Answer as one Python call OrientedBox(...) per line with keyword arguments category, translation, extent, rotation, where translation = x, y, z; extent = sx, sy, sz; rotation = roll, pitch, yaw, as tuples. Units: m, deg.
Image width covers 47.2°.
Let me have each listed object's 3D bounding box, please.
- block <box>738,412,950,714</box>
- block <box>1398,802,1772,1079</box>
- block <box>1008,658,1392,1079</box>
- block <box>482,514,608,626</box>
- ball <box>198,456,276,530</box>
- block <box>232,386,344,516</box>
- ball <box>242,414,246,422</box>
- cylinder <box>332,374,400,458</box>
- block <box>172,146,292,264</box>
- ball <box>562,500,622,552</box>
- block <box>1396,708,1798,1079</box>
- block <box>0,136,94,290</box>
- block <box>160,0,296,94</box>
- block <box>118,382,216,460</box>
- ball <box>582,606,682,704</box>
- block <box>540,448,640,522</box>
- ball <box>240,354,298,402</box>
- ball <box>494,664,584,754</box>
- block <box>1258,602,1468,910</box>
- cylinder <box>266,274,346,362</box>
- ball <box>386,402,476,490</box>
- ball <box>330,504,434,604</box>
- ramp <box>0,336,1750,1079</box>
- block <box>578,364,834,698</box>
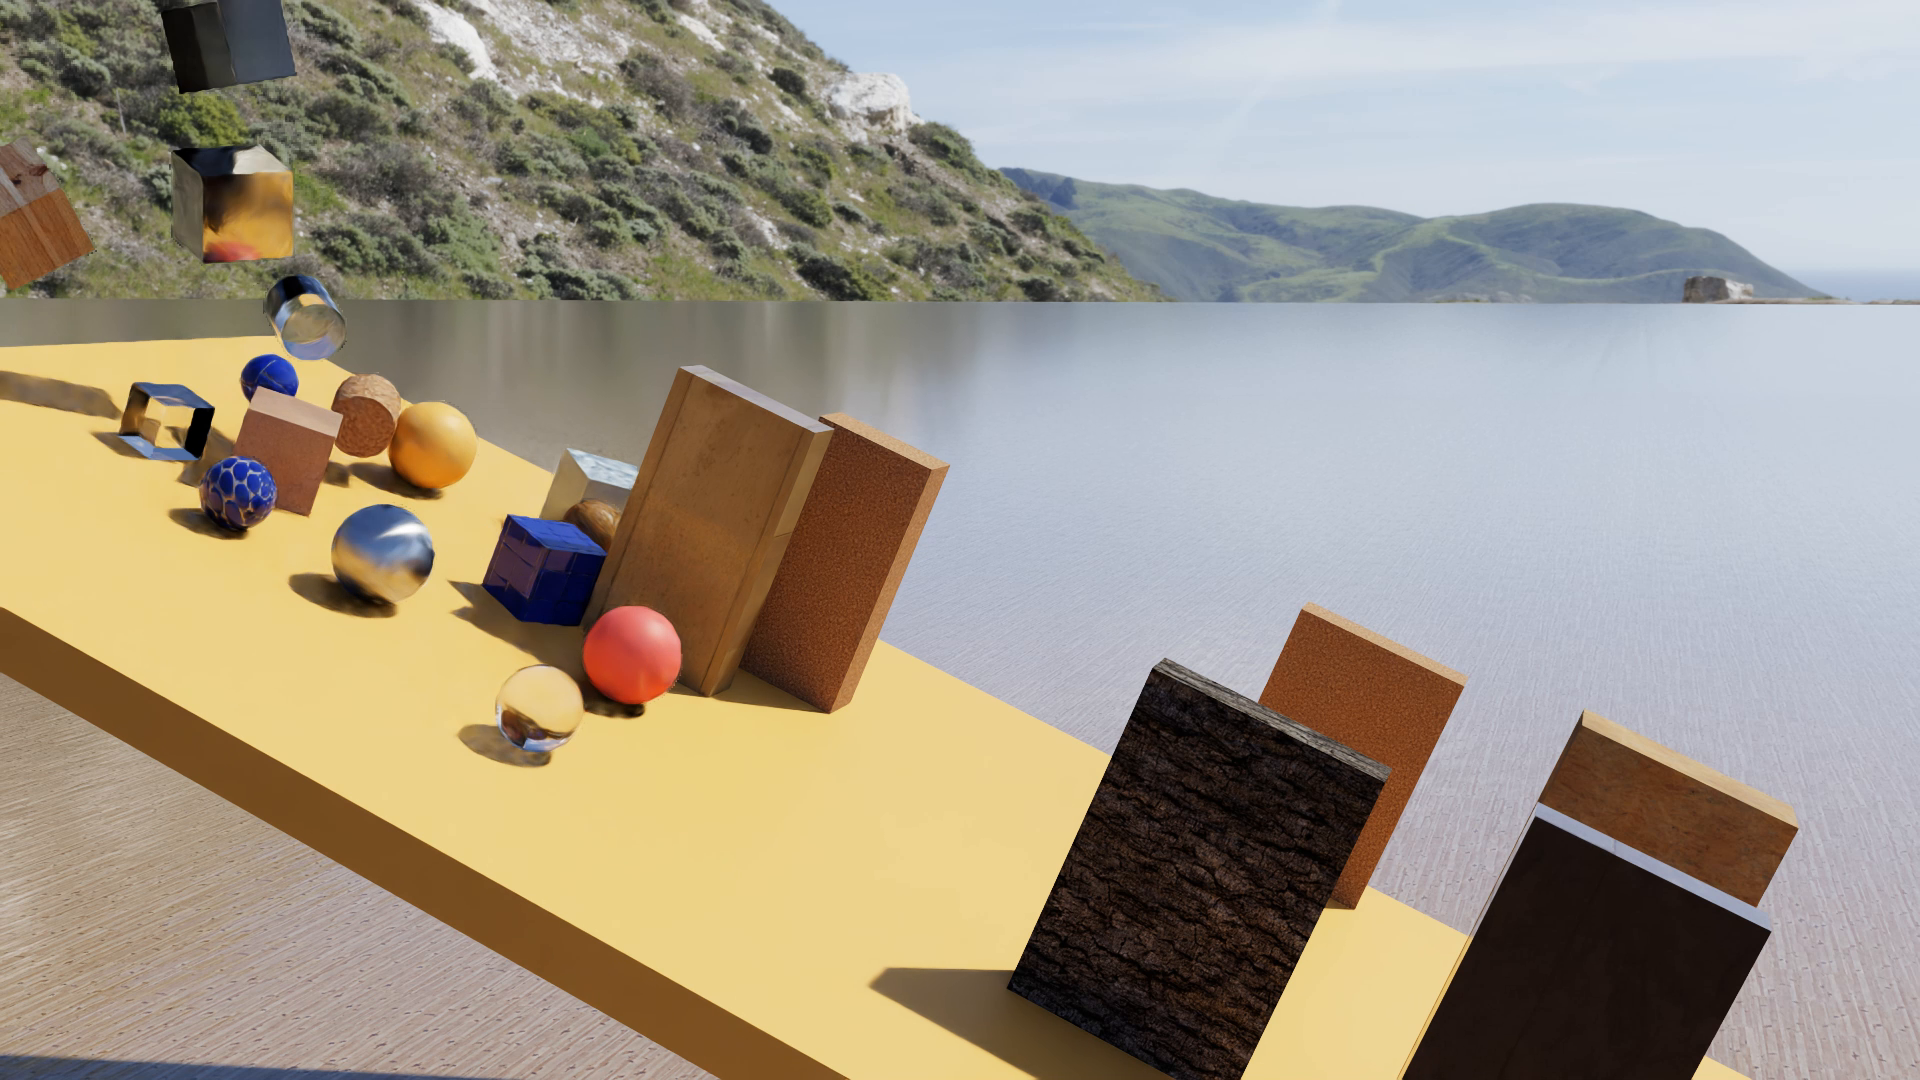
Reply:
OrientedBox(category="block", translation=(-0.259, 0.047, 4.563), extent=(0.260, 0.559, 0.125), rotation=(26, 13, 13))
OrientedBox(category="block", translation=(0.794, 0.772, 3.057), extent=(0.334, 0.741, 0.084), rotation=(26, 13, 13))
OrientedBox(category="block", translation=(0.382, 0.551, 3.557), extent=(0.402, 0.598, 0.101), rotation=(26, 13, 13))
OrientedBox(category="block", translation=(-0.831, 0.063, 4.418), extent=(0.159, 0.159, 0.159), rotation=(9, 19, -46))
OrientedBox(category="ball", translation=(-1.365, -0.088, 4.158), extent=(0.140, 0.140, 0.140), rotation=(0, 7, 0))
OrientedBox(category="block", translation=(-1.366, -0.179, 4.438), extent=(0.176, 0.176, 0.176), rotation=(19, 14, -16))
OrientedBox(category="ball", translation=(-1.439, -0.238, 4.632), extent=(0.139, 0.139, 0.139), rotation=(0, 7, 0))
OrientedBox(category="cylinder", translation=(-1.278, -0.268, 4.718), extent=(0.140, 0.140, 0.140), rotation=(-1, 25, -8))
OrientedBox(category="block", translation=(-1.498, -0.693, 4.525), extent=(0.183, 0.183, 0.183), rotation=(-11, 31, -35))
OrientedBox(category="ball", translation=(-0.774, -0.014, 4.631), extent=(0.139, 0.139, 0.139), rotation=(0, 7, 0))
OrientedBox(category="block", translation=(1.023, 0.710, 3.621), extent=(0.360, 0.772, 0.146), rotation=(26, 13, 13))
OrientedBox(category="block", translation=(-1.887, -0.655, 4.406), extent=(0.181, 0.181, 0.181), rotation=(-32, 60, -17))
OrientedBox(category="block", translation=(-1.600, -1.086, 4.815), extent=(0.178, 0.178, 0.178), rotation=(0, 17, 30))
OrientedBox(category="block", translation=(-1.589, -0.237, 4.405), extent=(0.117, 0.117, 0.117), rotation=(31, 18, 30))
OrientedBox(category="ball", translation=(-0.614, 0.215, 4.124), extent=(0.185, 0.185, 0.185), rotation=(0, 7, 0))
OrientedBox(category="block", translation=(-0.795, -0.060, 4.889), extent=(0.195, 0.195, 0.195), rotation=(15, 15, -31))
OrientedBox(category="ball", translation=(-1.426, -0.325, 4.540), extent=(0.116, 0.116, 0.116), rotation=(0, 7, 0))
OrientedBox(category="ball", translation=(-0.715, 0.287, 3.740), extent=(0.151, 0.151, 0.151), rotation=(0, 7, 0))
OrientedBox(category="block", translation=(0.801, 0.462, 4.739), extent=(0.373, 0.543, 0.116), rotation=(26, 13, 13))
OrientedBox(category="cylinder", translation=(-1.380, -0.468, 4.636), extent=(0.134, 0.134, 0.134), rotation=(-4, 35, -32))
OrientedBox(category="ball", translation=(-1.166, -0.209, 4.853), extent=(0.194, 0.194, 0.194), rotation=(0, 7, 0))
OrientedBox(category="ball", translation=(-1.073, 0.026, 4.091), extent=(0.187, 0.187, 0.187), rotation=(0, 7, 0))
OrientedBox(category="ramp", translation=(-0.287, 0.498, 4.183), extent=(4.000, 0.100, 2.000), rotation=(26, 13, 13))
OrientedBox(category="block", translation=(-0.506, -0.018, 4.362), extent=(0.307, 0.577, 0.107), rotation=(26, 13, 13))
